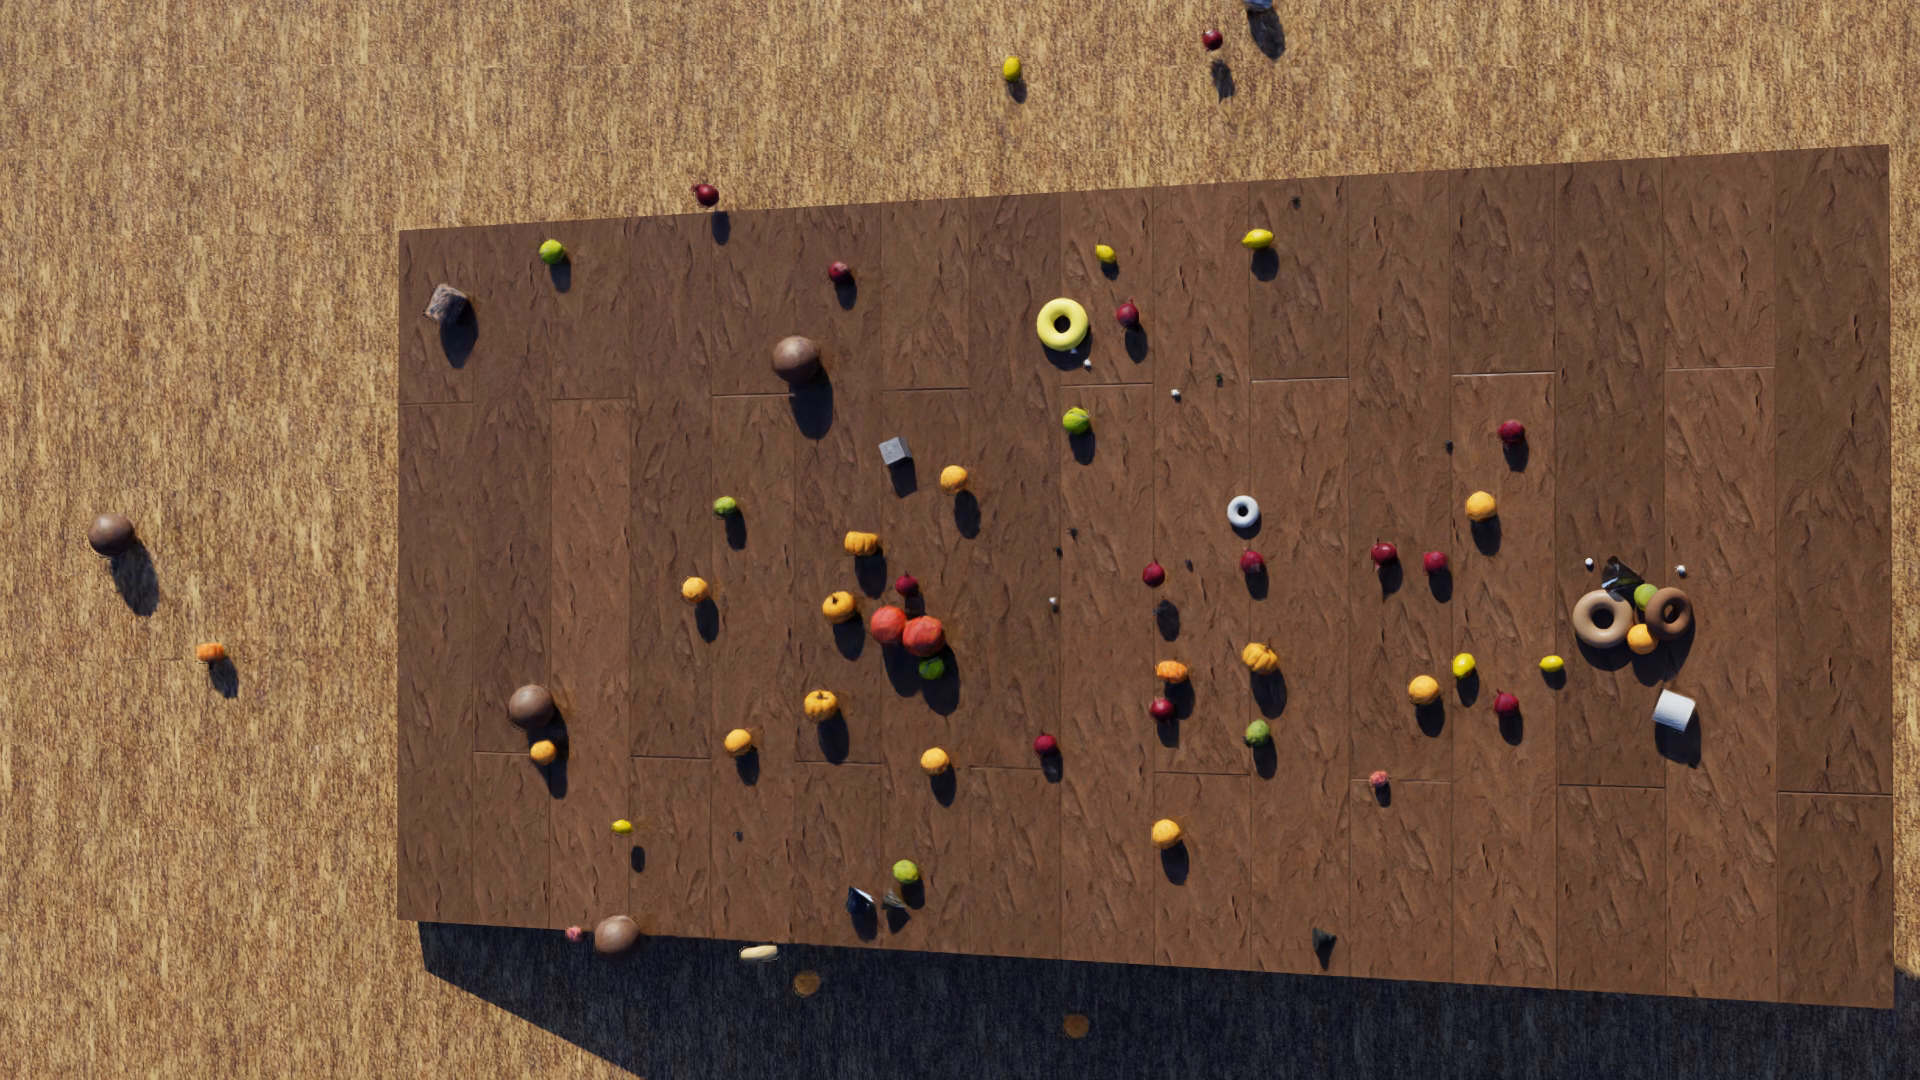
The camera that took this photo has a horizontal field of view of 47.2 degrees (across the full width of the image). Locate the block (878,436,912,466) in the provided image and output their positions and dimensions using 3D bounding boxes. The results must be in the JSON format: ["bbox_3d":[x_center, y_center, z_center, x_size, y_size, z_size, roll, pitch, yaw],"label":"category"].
[{"bbox_3d":[-0.172,-0.236,5.853,0.059,0.059,0.059,-25,82,17],"label":"block"}]

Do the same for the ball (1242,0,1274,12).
[{"bbox_3d":[0.875,-1.596,6.449,0.094,0.094,0.094,0,89,0],"label":"ball"}]

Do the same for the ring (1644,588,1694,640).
[{"bbox_3d":[1.676,0.175,5.198,0.128,0.043,0.128,-2,97,-20],"label":"ring"}]

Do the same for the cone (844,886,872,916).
[{"bbox_3d":[-0.282,0.943,5.848,0.077,0.077,0.077,-21,130,0],"label":"cone"}]

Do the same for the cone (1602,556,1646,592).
[{"bbox_3d":[1.596,0.090,5.253,0.090,0.090,0.090,11,89,-8],"label":"cone"}]

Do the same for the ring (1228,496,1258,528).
[{"bbox_3d":[0.716,-0.071,5.564,0.081,0.027,0.081,-1,88,20],"label":"ring"}]

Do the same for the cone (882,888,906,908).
[{"bbox_3d":[-0.169,0.964,5.839,0.061,0.061,0.061,27,89,-6],"label":"cone"}]

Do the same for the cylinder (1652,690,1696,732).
[{"bbox_3d":[1.687,0.403,5.198,0.078,0.078,0.078,22,89,18],"label":"cylinder"}]

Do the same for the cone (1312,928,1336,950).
[{"bbox_3d":[0.914,0.992,5.482,0.057,0.057,0.057,-3,89,-8],"label":"cone"}]

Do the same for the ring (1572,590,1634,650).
[{"bbox_3d":[1.541,0.190,5.267,0.144,0.048,0.144,0,89,20],"label":"ring"}]

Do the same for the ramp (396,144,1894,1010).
[{"bbox_3d":[0.278,0.091,5.778,4.000,0.100,2.000,0,89,19],"label":"ramp"}]

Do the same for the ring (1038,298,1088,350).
[{"bbox_3d":[0.266,-0.560,5.715,0.137,0.046,0.137,0,89,18],"label":"ring"}]
